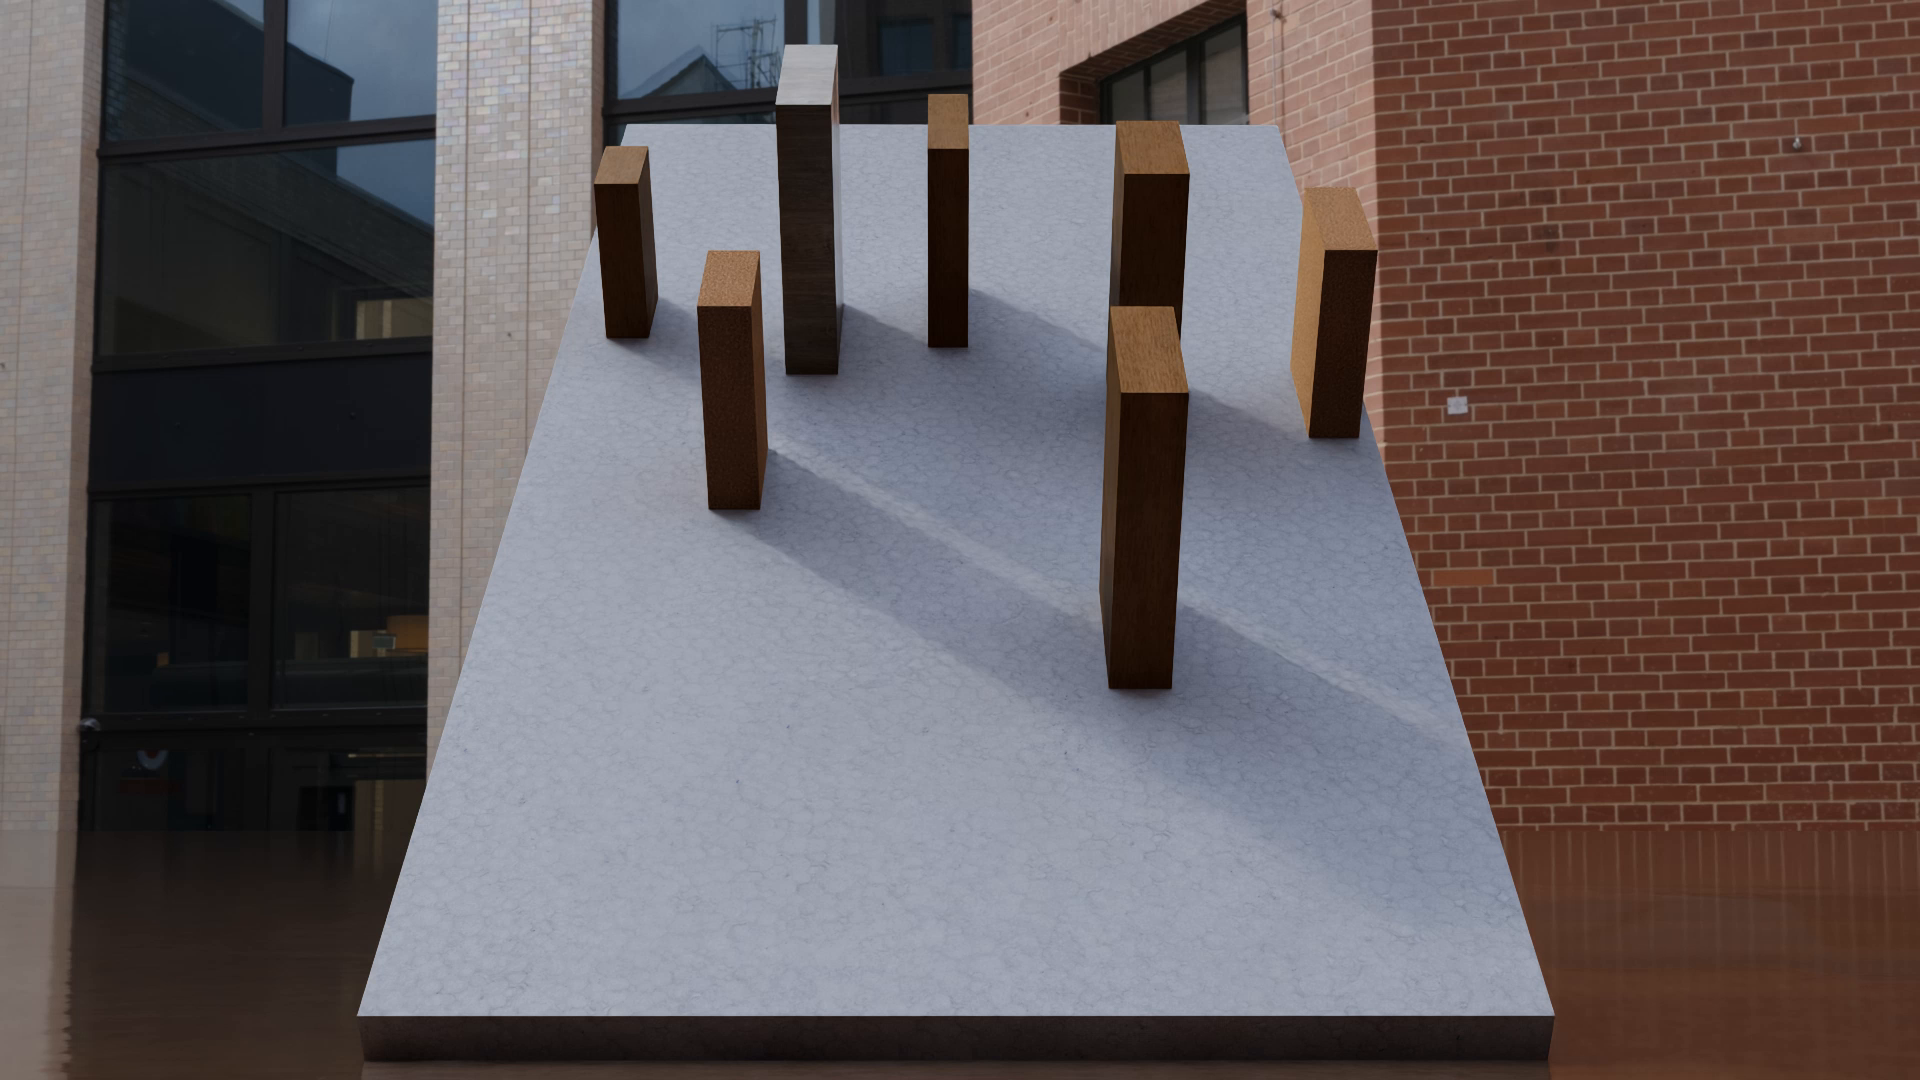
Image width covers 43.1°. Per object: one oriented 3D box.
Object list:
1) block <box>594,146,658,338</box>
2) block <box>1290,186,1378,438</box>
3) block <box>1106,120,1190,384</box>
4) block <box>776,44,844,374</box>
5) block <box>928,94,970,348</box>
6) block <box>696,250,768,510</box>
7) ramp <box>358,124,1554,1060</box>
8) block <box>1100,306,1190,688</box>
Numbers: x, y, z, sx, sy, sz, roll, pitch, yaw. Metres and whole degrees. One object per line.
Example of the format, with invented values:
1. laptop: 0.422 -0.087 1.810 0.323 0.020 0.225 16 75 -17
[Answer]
1. block: -0.850 -0.761 6.216 0.109 0.424 0.245 0 31 0
2. block: 0.888 -0.545 5.811 0.120 0.486 0.363 0 31 0
3. block: 0.437 -0.609 5.731 0.146 0.676 0.317 0 31 0
4. block: -0.369 -0.820 6.043 0.130 0.708 0.408 0 31 0
5. block: -0.030 -0.814 6.200 0.101 0.538 0.367 0 31 0
6. block: -0.508 -0.360 5.476 0.116 0.506 0.288 0 31 0
7. ramp: -0.014 -0.199 5.799 2.000 0.100 4.000 0 31 0
8. block: 0.362 -0.084 4.868 0.126 0.670 0.369 0 31 0
